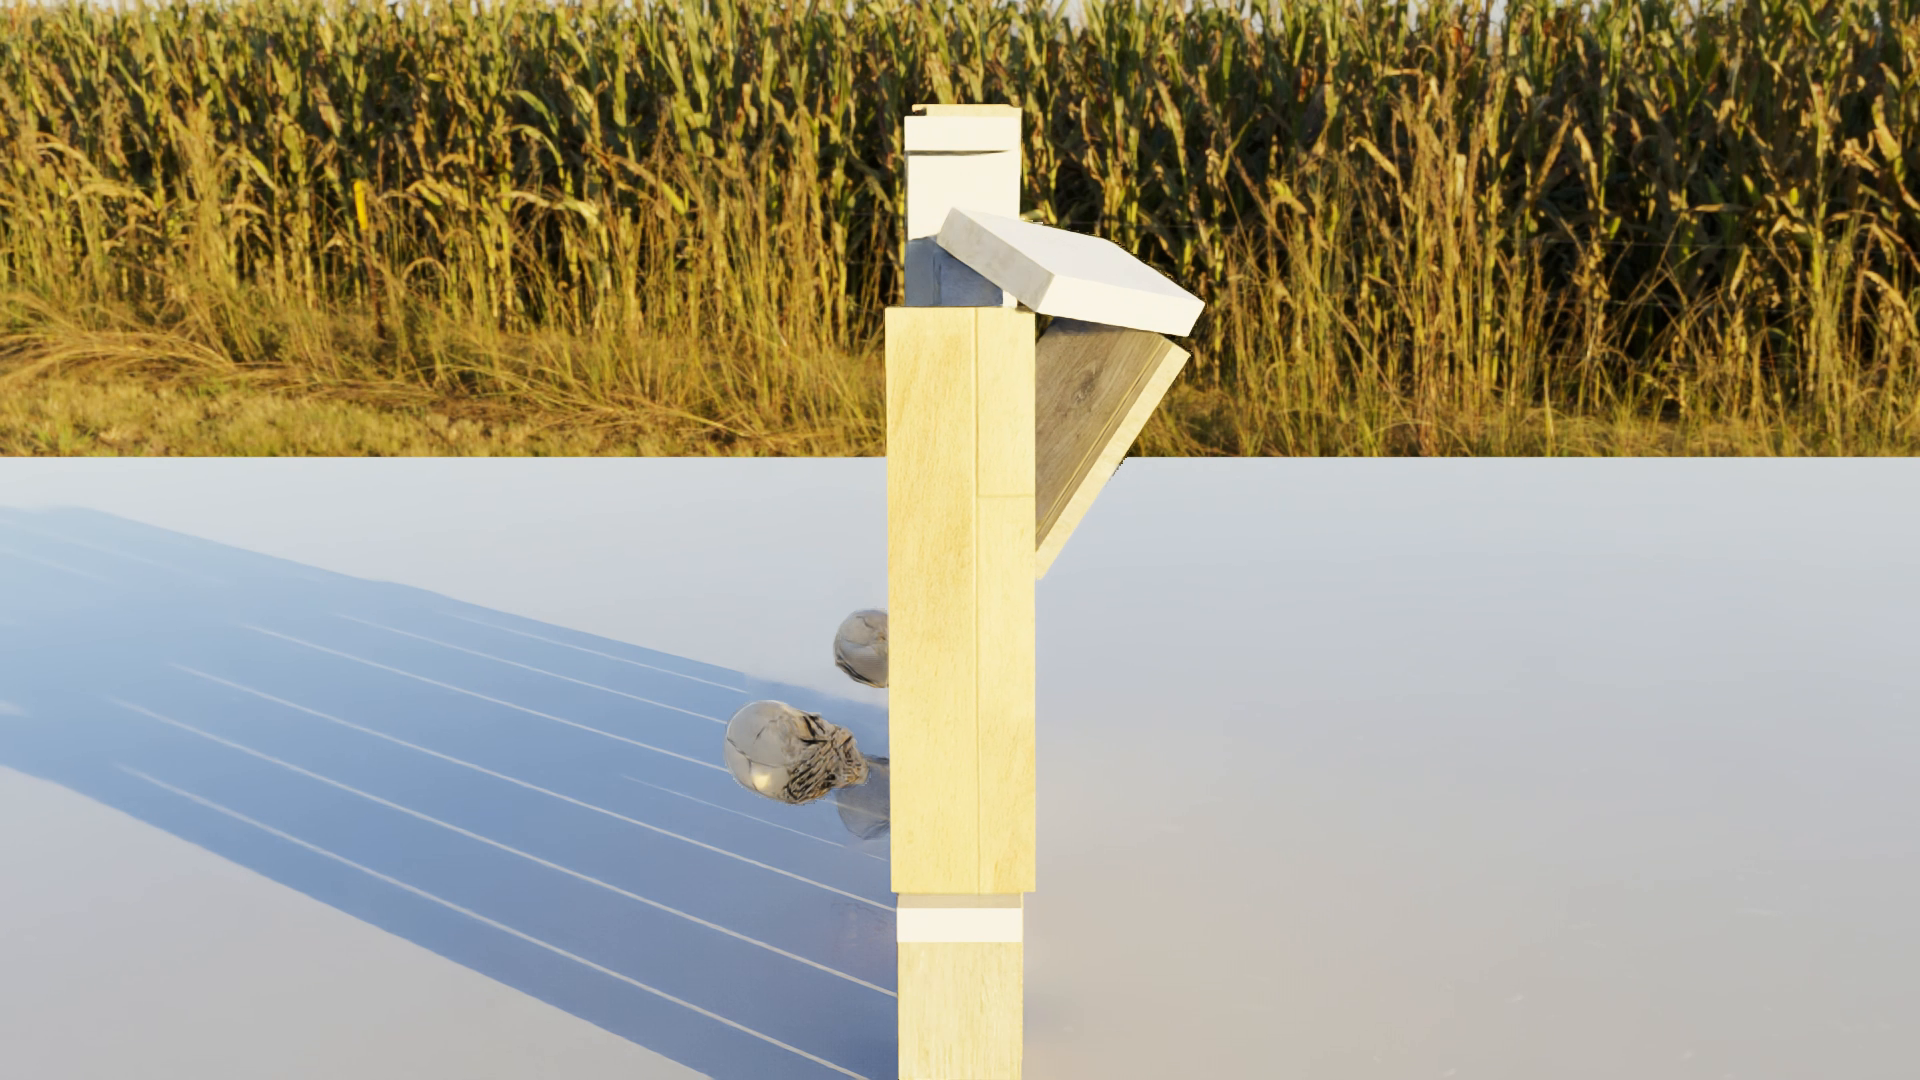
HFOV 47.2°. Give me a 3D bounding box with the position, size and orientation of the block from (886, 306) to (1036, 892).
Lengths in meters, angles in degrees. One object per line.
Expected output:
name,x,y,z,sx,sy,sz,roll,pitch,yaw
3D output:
block,0.002,0.074,2.648,0.175,0.706,0.049,0,8,0

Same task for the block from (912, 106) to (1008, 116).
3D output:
block,0.001,-0.772,4.036,0.169,0.048,0.338,0,11,0

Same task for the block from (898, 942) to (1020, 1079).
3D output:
block,0.000,0.618,2.706,0.148,0.297,0.042,0,11,0

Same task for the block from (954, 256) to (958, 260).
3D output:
block,0.029,-0.401,2.998,0.084,0.024,0.167,-1,13,-6

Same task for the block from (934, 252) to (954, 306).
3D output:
block,0.005,-0.312,3.041,0.084,0.167,0.024,0,3,-1

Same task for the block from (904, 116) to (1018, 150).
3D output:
block,-0.002,-0.584,3.158,0.155,0.044,0.310,0,11,-1

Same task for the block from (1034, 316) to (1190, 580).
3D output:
block,0.129,-0.143,2.855,0.175,0.349,0.049,39,11,32

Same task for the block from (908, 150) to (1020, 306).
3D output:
block,0.004,-0.393,3.109,0.155,0.310,0.044,0,8,-2

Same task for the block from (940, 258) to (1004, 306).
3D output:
block,0.017,-0.298,2.960,0.084,0.167,0.024,0,-16,-1

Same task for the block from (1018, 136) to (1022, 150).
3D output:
block,0.019,-0.515,3.643,0.154,0.309,0.044,1,11,-2

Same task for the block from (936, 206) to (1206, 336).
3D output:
block,0.142,-0.330,2.730,0.175,0.049,0.349,38,21,30

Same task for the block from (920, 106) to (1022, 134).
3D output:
block,0.015,-0.707,3.712,0.154,0.044,0.309,0,10,-3

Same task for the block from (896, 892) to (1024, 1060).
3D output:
block,0.000,0.540,3.006,0.171,0.341,0.048,0,10,0

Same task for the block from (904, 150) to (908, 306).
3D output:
block,-0.005,-0.392,3.295,0.155,0.382,0.044,0,9,0

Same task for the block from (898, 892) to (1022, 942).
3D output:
block,-0.001,0.433,2.772,0.148,0.042,0.297,0,11,0
